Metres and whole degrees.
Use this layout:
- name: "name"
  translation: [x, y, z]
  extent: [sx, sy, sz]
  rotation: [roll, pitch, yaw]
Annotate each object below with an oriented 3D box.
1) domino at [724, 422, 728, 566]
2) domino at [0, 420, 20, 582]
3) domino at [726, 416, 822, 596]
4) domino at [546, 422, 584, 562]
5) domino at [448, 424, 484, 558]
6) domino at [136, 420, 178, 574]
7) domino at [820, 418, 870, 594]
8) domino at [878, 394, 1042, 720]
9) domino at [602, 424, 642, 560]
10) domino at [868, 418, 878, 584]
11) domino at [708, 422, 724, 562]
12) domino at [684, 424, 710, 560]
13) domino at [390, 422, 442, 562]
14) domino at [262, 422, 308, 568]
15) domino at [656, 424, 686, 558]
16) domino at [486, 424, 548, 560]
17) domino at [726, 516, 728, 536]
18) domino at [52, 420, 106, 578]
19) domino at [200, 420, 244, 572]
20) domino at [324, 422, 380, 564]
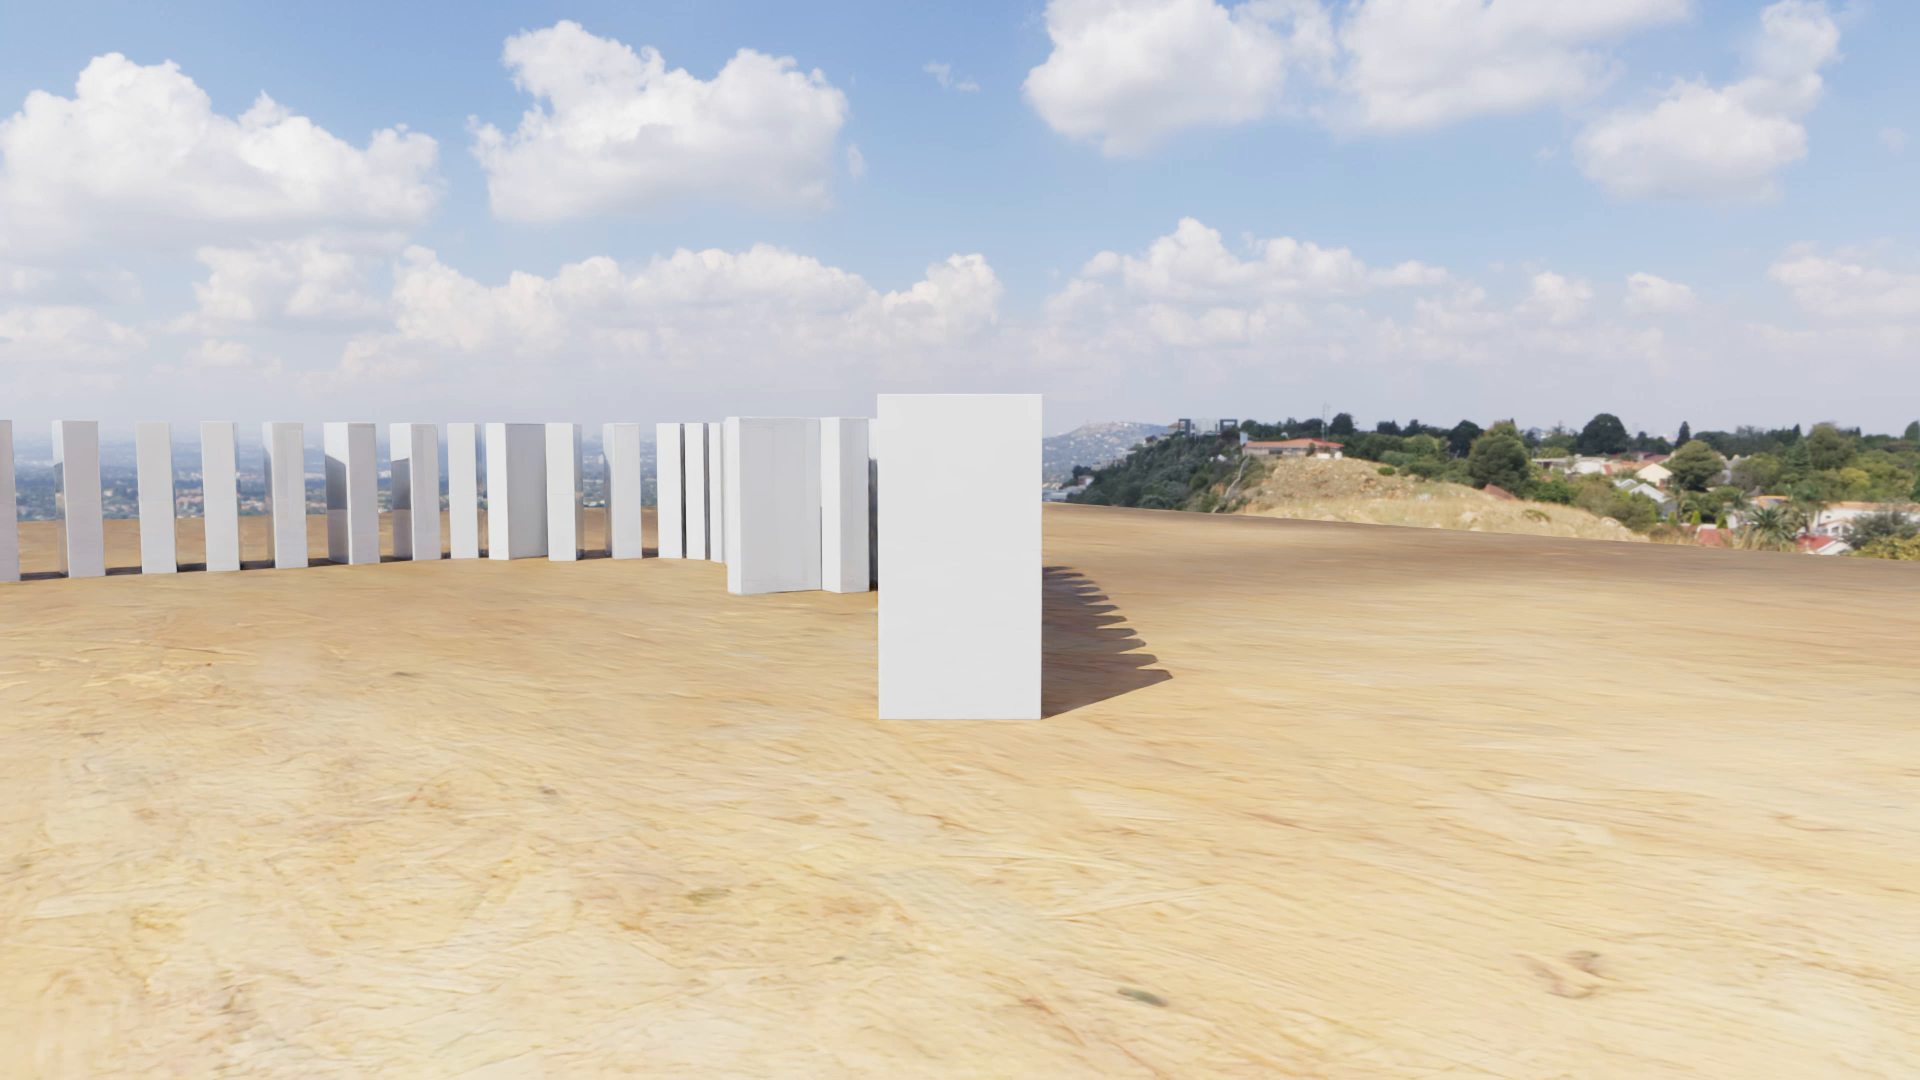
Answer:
- name: "domino"
  translation: [-0.070, -0.016, 0.452]
  extent: [0.025, 0.050, 0.009]
  rotation: [-1, 4, -17]
- name: "domino"
  translation: [-0.303, -0.013, 0.401]
  extent: [0.009, 0.050, 0.025]
  rotation: [-4, 6, -45]
- name: "domino"
  translation: [-0.053, -0.010, 0.369]
  extent: [0.025, 0.050, 0.010]
  rotation: [-3, 5, -31]
- name: "domino"
  translation: [-0.147, -0.018, 0.477]
  extent: [0.010, 0.050, 0.025]
  rotation: [-1, 4, -9]
- name: "domino"
  translation: [-0.187, -0.019, 0.486]
  extent: [0.010, 0.050, 0.025]
  rotation: [-1, 4, -15]
- name: "domino"
  translation: [-0.269, -0.015, 0.430]
  extent: [0.010, 0.050, 0.025]
  rotation: [-2, 5, -30]
- name: "domino"
  translation: [-0.037, -0.011, 0.375]
  extent: [0.010, 0.050, 0.025]
  rotation: [-3, 5, -33]
- name: "domino"
  translation: [0.000, 0.002, 0.201]
  extent: [0.025, 0.050, 0.010]
  rotation: [0, 4, 0]
- name: "domino"
  translation: [-0.128, -0.019, 0.484]
  extent: [0.010, 0.050, 0.025]
  rotation: [-2, 5, -24]
- name: "domino"
  translation: [-0.025, -0.012, 0.393]
  extent: [0.025, 0.050, 0.009]
  rotation: [3, 5, 33]
- name: "domino"
  translation: [-0.078, -0.018, 0.468]
  extent: [0.025, 0.050, 0.009]
  rotation: [-3, 5, -33]
- name: "domino"
  translation: [-0.090, -0.019, 0.481]
  extent: [0.010, 0.050, 0.025]
  rotation: [3, 5, 36]
- name: "domino"
  translation: [-0.202, -0.018, 0.477]
  extent: [0.009, 0.050, 0.025]
  rotation: [-4, 6, -40]
- name: "domino"
  translation: [-0.236, -0.016, 0.448]
  extent: [0.009, 0.050, 0.025]
  rotation: [-3, 5, -35]
- name: "domino"
  translation: [-0.104, -0.019, 0.488]
  extent: [0.009, 0.050, 0.025]
  rotation: [1, 4, 16]
- name: "domino"
  translation: [-0.164, -0.019, 0.481]
  extent: [0.009, 0.050, 0.025]
  rotation: [2, 5, 26]
- name: "domino"
  translation: [-0.059, -0.012, 0.392]
  extent: [0.025, 0.050, 0.009]
  rotation: [-1, 4, -11]
- name: "domino"
  translation: [-0.287, -0.014, 0.417]
  extent: [0.010, 0.050, 0.025]
  rotation: [-4, 6, -41]
- name: "domino"
  translation: [-0.252, -0.015, 0.438]
  extent: [0.010, 0.050, 0.025]
  rotation: [-2, 5, -26]
- name: "domino"
  translation: [-0.219, -0.017, 0.462]
  extent: [0.010, 0.050, 0.025]
  rotation: [-4, 6, -43]
